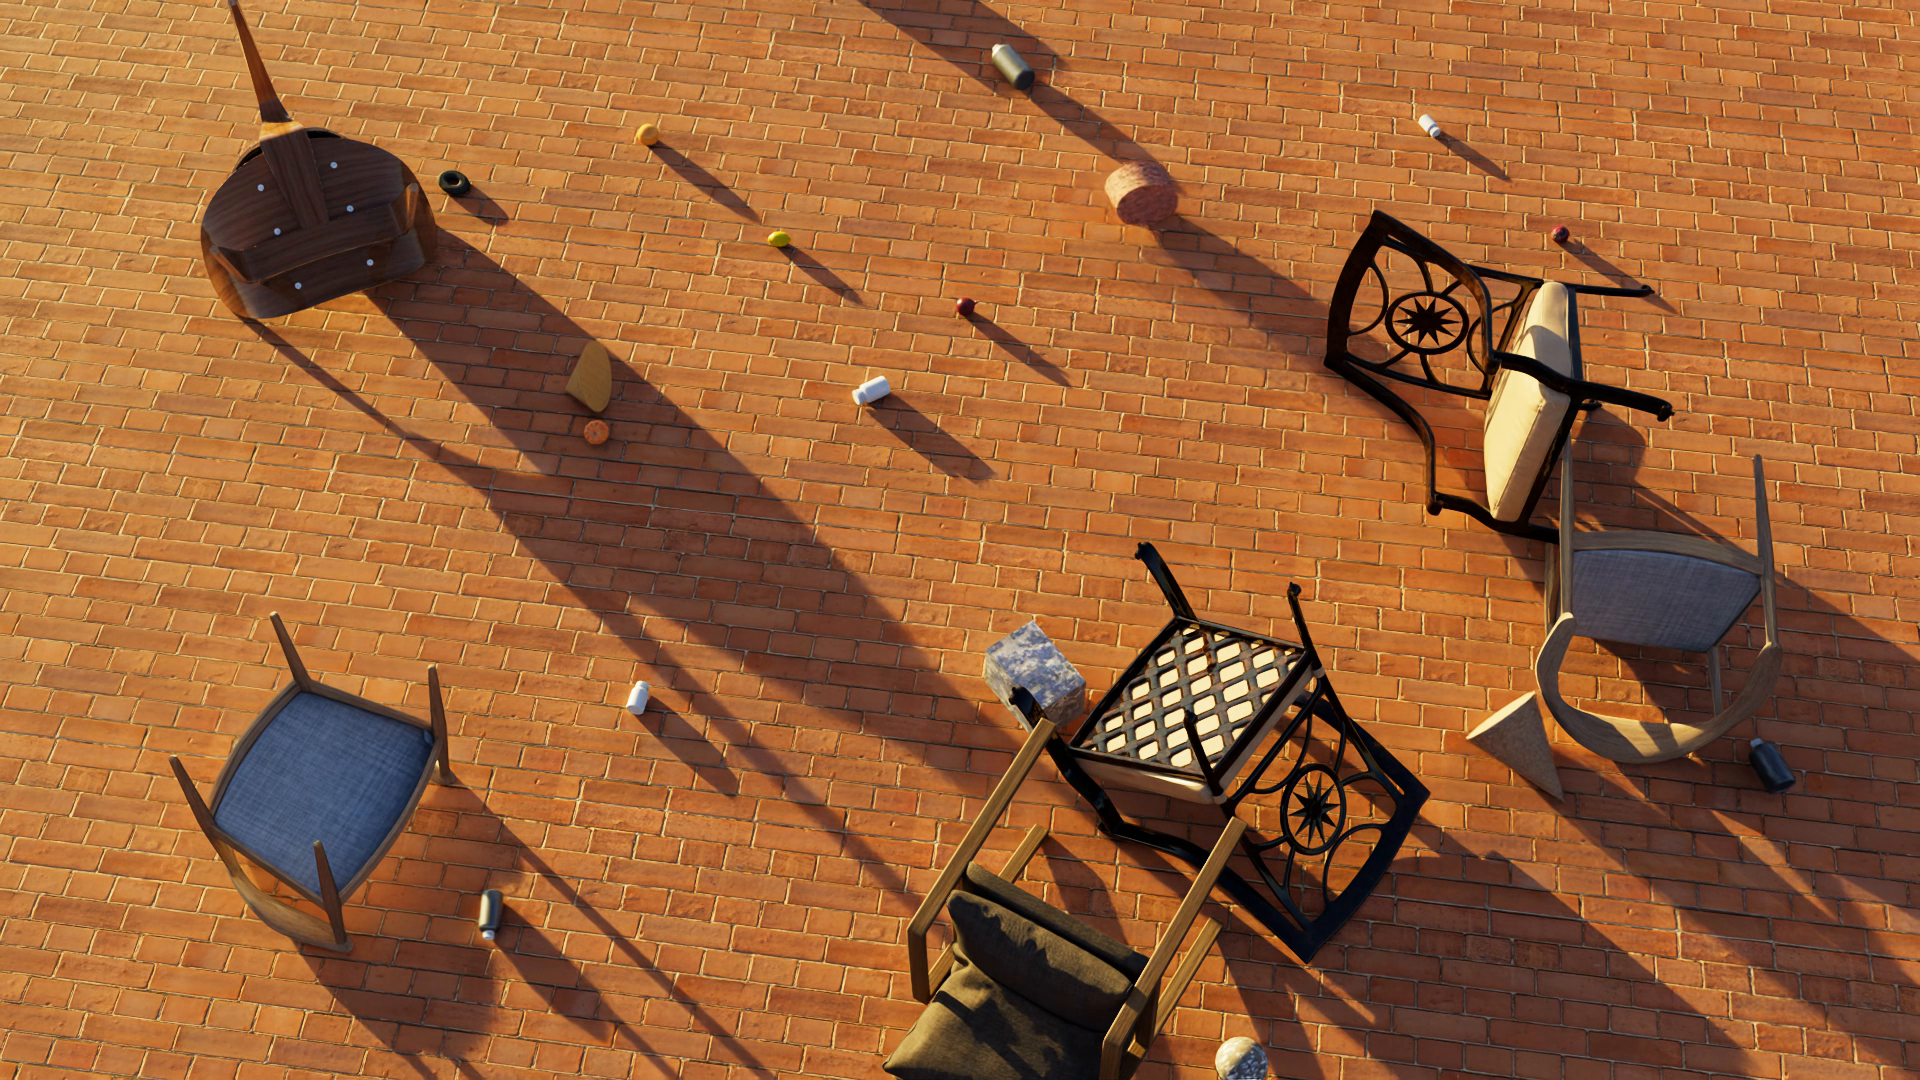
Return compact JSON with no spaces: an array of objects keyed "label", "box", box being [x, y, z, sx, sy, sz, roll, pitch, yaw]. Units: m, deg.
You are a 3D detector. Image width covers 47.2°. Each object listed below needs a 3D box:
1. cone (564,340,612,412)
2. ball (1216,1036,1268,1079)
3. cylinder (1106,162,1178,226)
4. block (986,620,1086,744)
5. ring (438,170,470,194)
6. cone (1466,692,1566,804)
[{"label":"cone","box":[-1.186,-0.490,6.863,0.126,0.151,0.273,-20,49,24]},{"label":"ball","box":[0.717,1.333,5.599,0.134,0.134,0.134,0,56,0]},{"label":"cylinder","box":[0.595,-1.133,7.211,0.235,0.184,0.105,10,46,-40]},{"label":"block","box":[0.211,0.399,6.196,0.163,0.183,0.247,-31,61,-19]},{"label":"ring","box":[-1.695,-1.197,7.360,0.122,0.029,0.089,33,63,19]},{"label":"cone","box":[1.590,0.608,6.100,0.299,0.228,0.240,55,30,6]}]
